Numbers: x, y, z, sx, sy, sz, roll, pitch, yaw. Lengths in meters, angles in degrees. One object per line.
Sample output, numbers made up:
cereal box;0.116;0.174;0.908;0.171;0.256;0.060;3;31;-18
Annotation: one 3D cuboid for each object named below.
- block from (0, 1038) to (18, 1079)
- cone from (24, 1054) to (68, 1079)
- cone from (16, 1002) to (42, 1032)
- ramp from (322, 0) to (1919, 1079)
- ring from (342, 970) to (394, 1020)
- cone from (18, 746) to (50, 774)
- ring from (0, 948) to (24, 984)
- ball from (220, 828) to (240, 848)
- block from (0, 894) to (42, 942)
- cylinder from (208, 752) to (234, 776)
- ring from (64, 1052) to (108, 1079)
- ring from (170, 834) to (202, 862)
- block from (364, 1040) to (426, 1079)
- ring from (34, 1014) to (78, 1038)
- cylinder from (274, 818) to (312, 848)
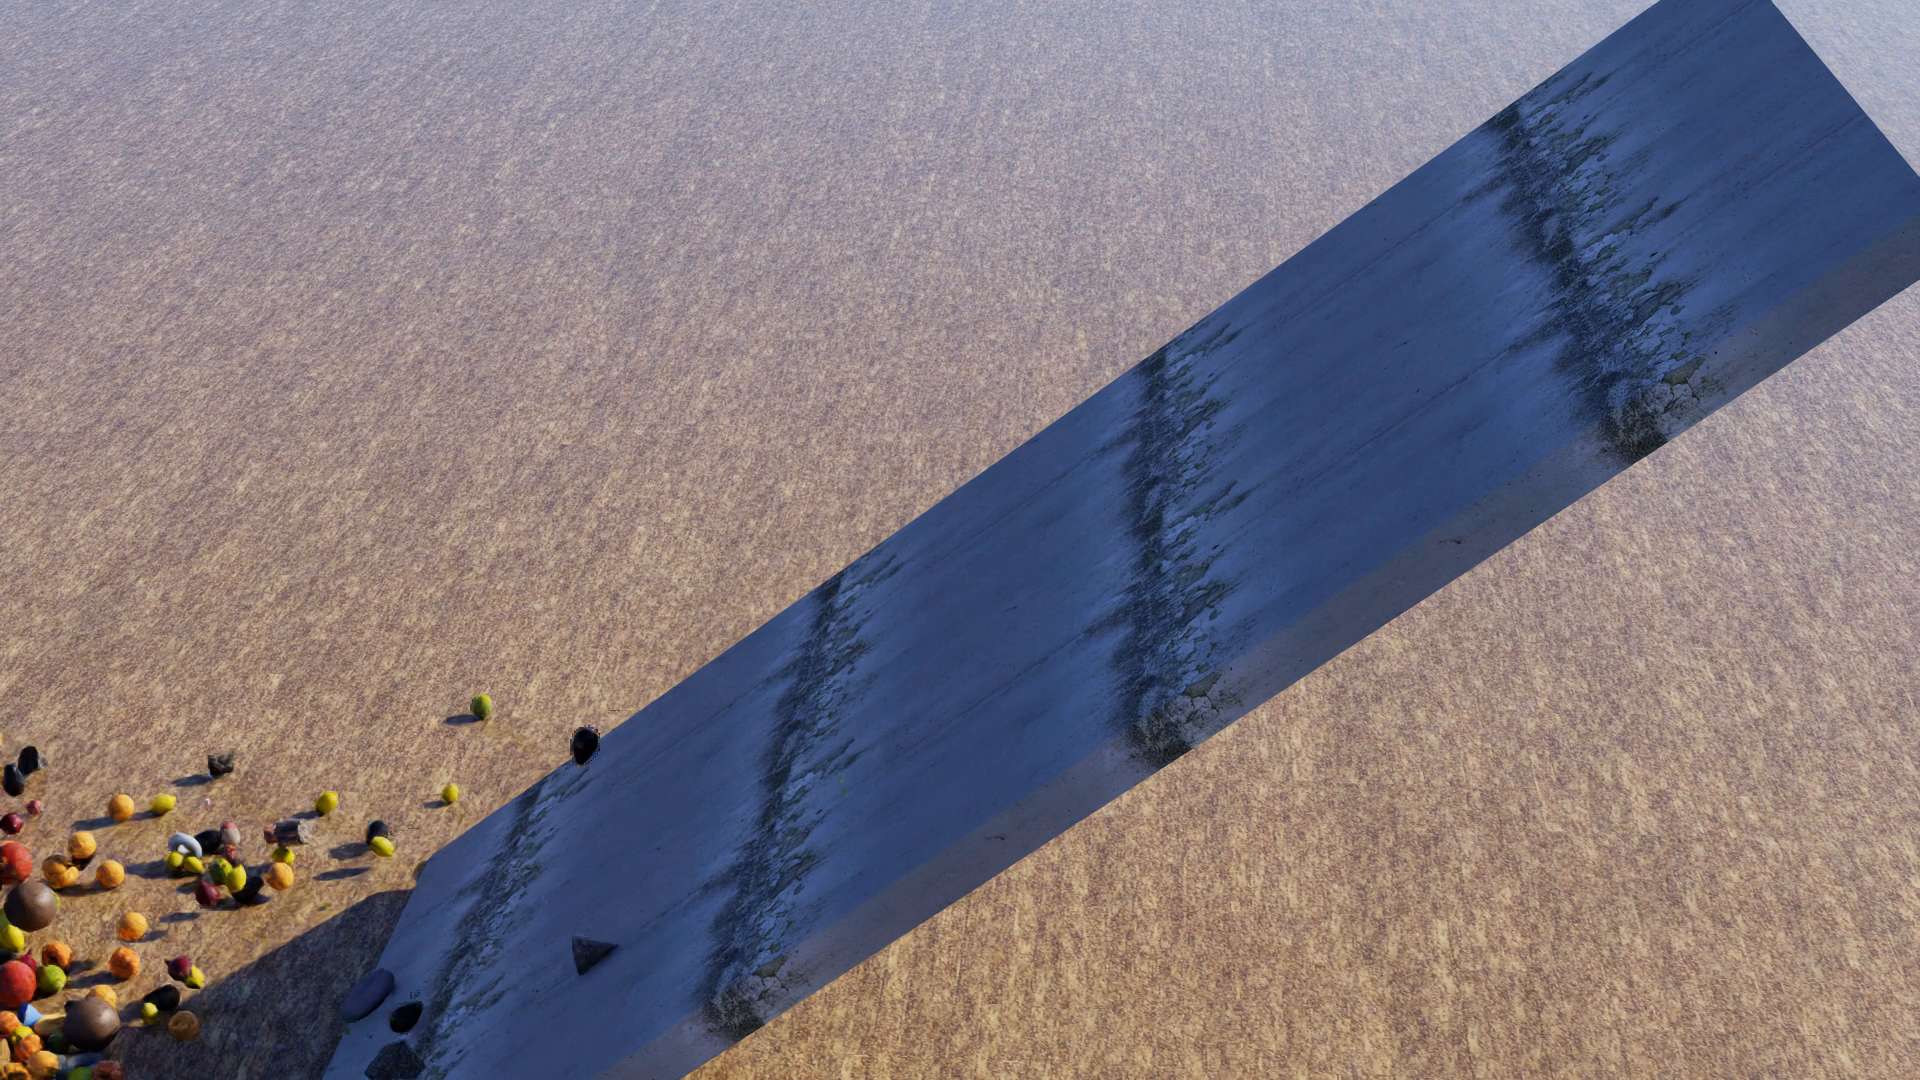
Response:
block;-2.299;1.239;6.937;0.090;0.090;0.090;-6;20;19
cone;-2.164;1.238;6.907;0.093;0.093;0.093;21;-14;40
cone;-2.256;1.173;7.187;0.077;0.077;0.077;19;13;-29
ramp;0.127;0.180;6.326;4.000;0.100;2.000;-35;16;17
ring;-1.420;1.091;7.052;0.150;0.050;0.150;-37;16;12
cone;-2.639;0.638;8.428;0.083;0.083;0.083;16;-5;33
ring;-2.428;1.074;7.410;0.135;0.045;0.135;0;24;0
ball;-1.985;0.811;8.003;0.052;0.052;0.052;0;23;0
block;-2.432;0.973;7.568;0.077;0.077;0.077;-25;9;30
cylinder;-2.109;0.640;8.396;0.057;0.057;0.057;-17;28;-32
ring;-2.081;1.255;6.989;0.112;0.037;0.112;-4;23;2
ring;-2.088;0.830;7.929;0.094;0.094;0.031;8;39;17
block;-1.229;1.150;6.394;0.079;0.079;0.079;-24;22;44
ring;-2.199;1.182;7.152;0.101;0.034;0.101;5;14;-1
cylinder;-1.790;0.786;7.898;0.073;0.073;0.073;-8;20;17
